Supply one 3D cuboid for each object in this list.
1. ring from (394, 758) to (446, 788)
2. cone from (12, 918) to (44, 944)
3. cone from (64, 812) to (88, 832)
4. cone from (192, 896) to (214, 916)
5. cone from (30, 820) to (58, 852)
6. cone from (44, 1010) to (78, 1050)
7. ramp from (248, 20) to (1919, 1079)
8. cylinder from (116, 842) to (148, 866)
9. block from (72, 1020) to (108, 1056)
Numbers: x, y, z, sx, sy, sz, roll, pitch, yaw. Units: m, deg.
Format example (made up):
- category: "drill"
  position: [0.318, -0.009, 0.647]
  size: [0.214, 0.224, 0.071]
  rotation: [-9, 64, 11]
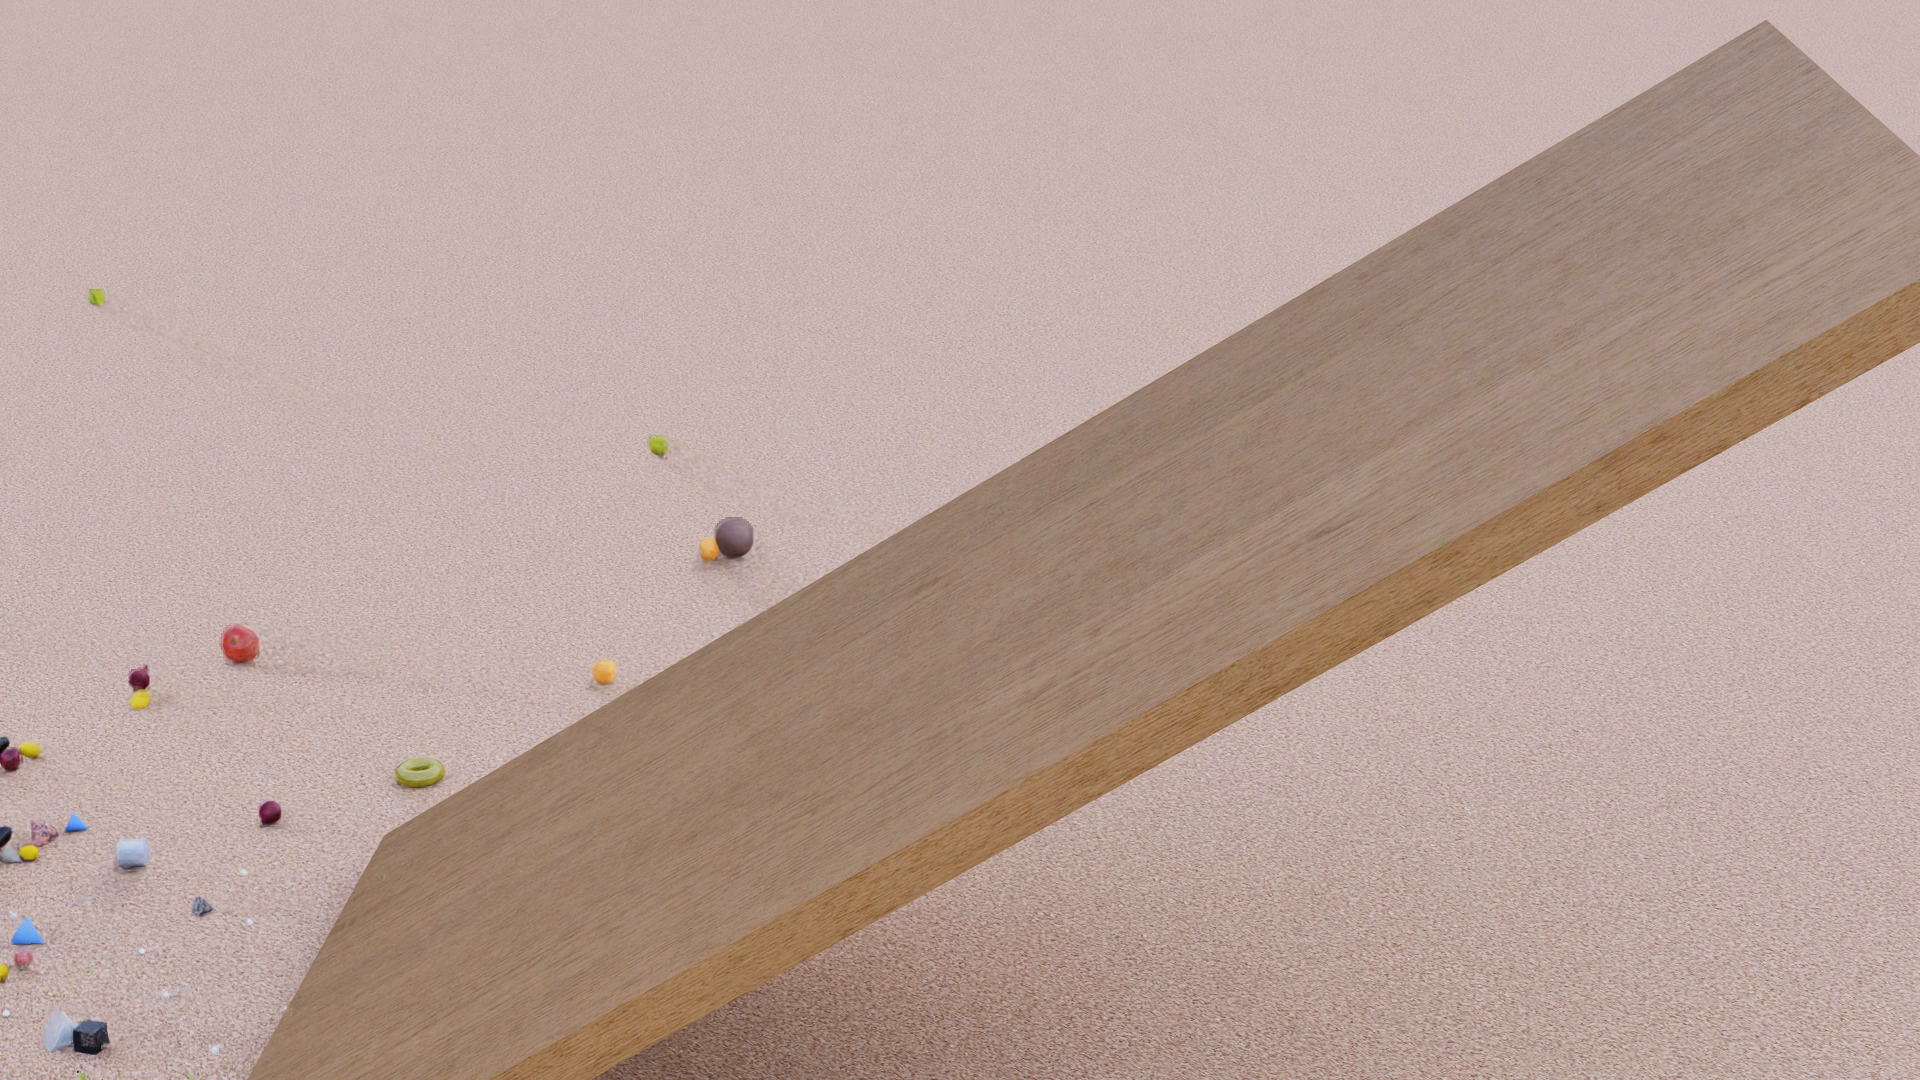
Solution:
- category: "ring"
  position: [-1.506, 0.648, 8.204]
  size: [0.140, 0.047, 0.140]
  rotation: [-1, 20, 0]
- category: "cone"
  position: [-2.300, 0.985, 7.297]
  size: [0.071, 0.071, 0.071]
  rotation: [29, 23, 2]
- category: "cone"
  position: [-2.368, 0.767, 7.904]
  size: [0.057, 0.057, 0.057]
  rotation: [23, 15, -15]
- category: "cone"
  position: [-1.911, 0.932, 7.456]
  size: [0.050, 0.050, 0.050]
  rotation: [18, 3, -44]
- category: "cone"
  position: [-2.449, 0.797, 7.810]
  size: [0.076, 0.076, 0.076]
  rotation: [6, 48, 17]
- category: "cone"
  position: [-2.063, 1.147, 6.836]
  size: [0.097, 0.097, 0.097]
  rotation: [19, 6, -36]
- category: "ramp"
  position: [0.140, 0.170, 6.293]
  size: [4.000, 0.100, 2.000]
  rotation: [-30, 15, 13]
- category: "cylinder"
  position: [-2.165, 0.821, 7.697]
  size: [0.066, 0.066, 0.066]
  rotation: [-1, 20, -2]
- category: "block"
  position: [-2.012, 1.151, 6.808]
  size: [0.055, 0.055, 0.055]
  rotation: [6, 21, 17]
